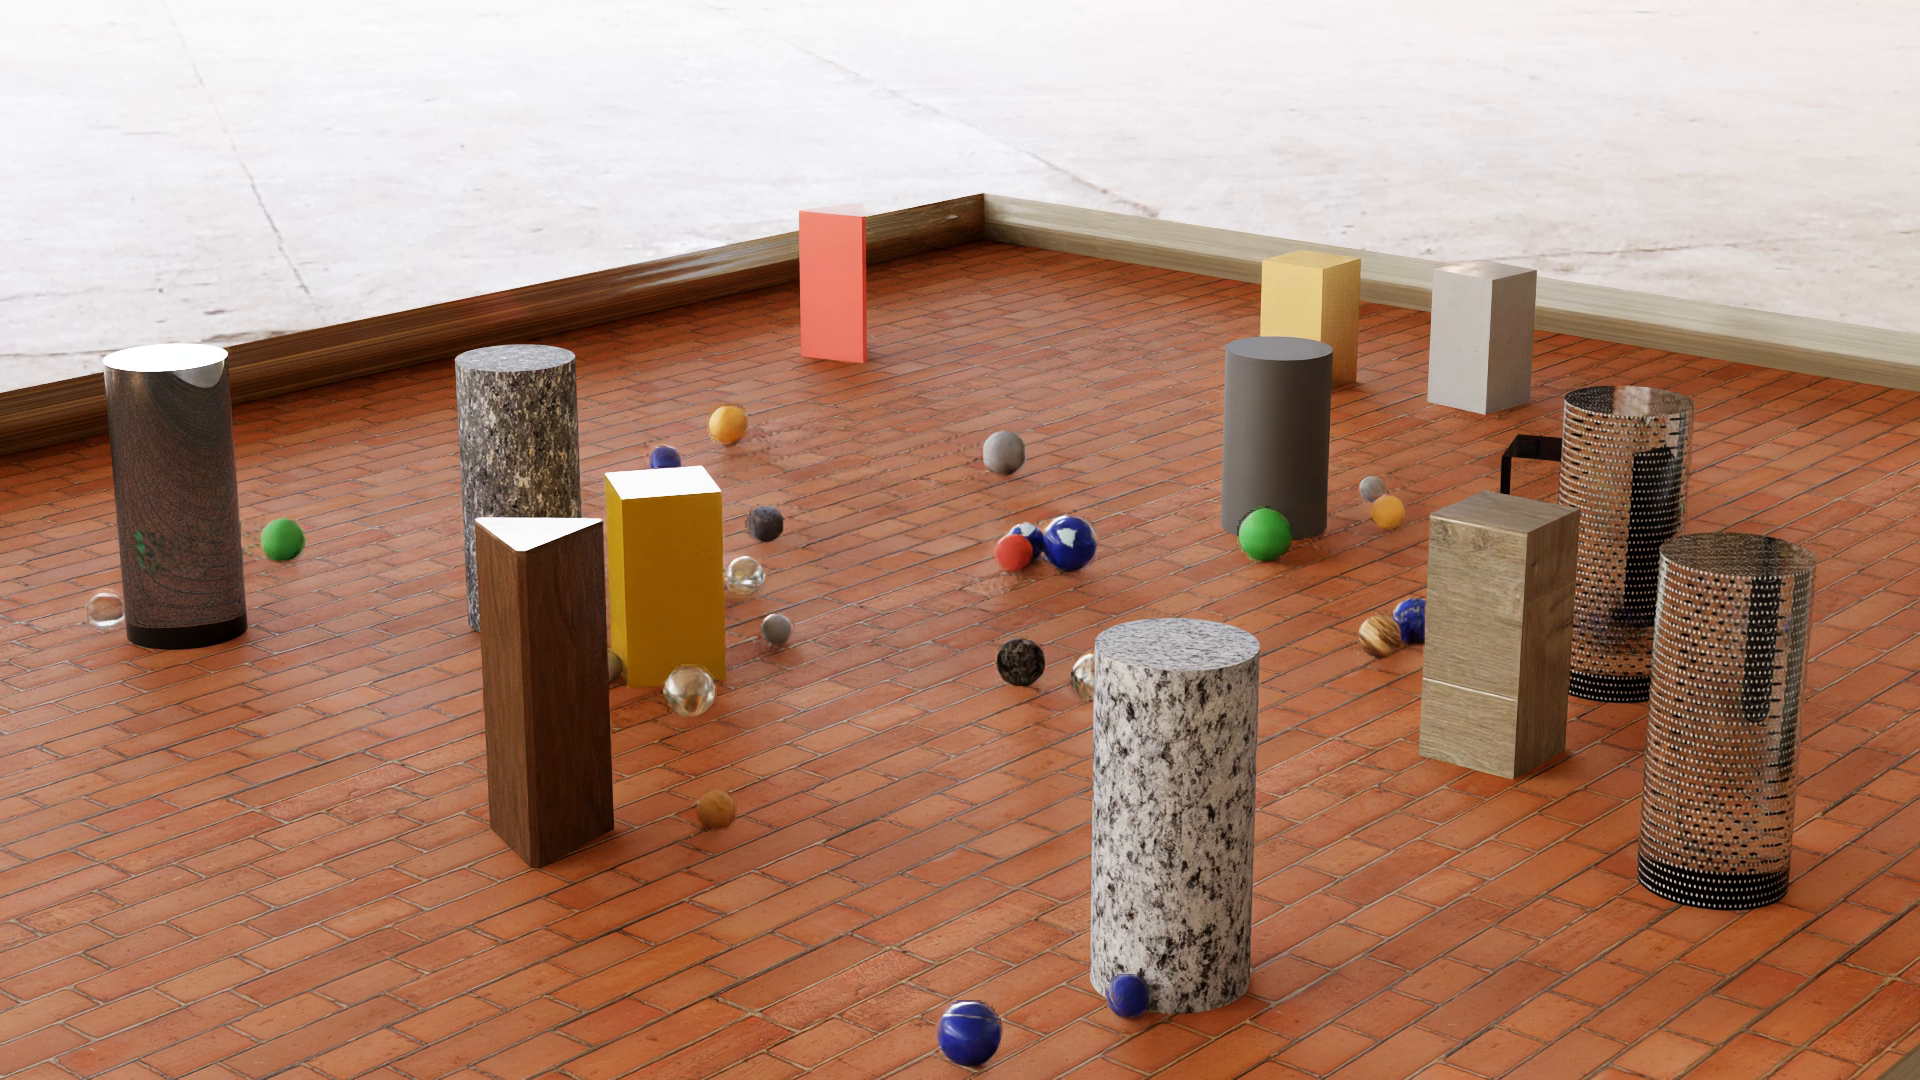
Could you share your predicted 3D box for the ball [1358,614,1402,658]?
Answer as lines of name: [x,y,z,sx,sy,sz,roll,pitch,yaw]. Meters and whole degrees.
ball: [0.689,0.158,4.808,0.070,0.070,0.070,0,17,0]

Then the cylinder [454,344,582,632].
cylinder: [-0.739,-0.084,4.941,0.198,0.457,0.198,0,17,0]

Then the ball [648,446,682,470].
ball: [-0.590,-0.157,5.865,0.065,0.065,0.065,0,17,0]

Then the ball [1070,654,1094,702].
ball: [0.212,0.216,4.607,0.075,0.075,0.075,0,17,0]

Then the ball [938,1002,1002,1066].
ball: [0.011,0.575,3.415,0.075,0.075,0.075,0,17,0]

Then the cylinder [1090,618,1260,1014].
cylinder: [0.261,0.335,3.581,0.198,0.439,0.198,0,17,0]

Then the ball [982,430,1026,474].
ball: [0.088,-0.175,5.881,0.088,0.088,0.088,0,17,0]

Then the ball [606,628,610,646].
ball: [-0.604,0.162,4.821,0.056,0.056,0.056,0,17,0]

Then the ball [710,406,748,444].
ball: [-0.482,-0.241,6.112,0.081,0.081,0.081,0,17,0]

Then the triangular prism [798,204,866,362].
triangular prism: [-0.265,-0.607,6.872,0.172,0.344,0.149,8,19,25]

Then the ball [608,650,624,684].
ball: [-0.565,0.203,4.687,0.053,0.053,0.053,0,17,0]

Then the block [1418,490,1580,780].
block: [0.798,0.138,4.342,0.159,0.377,0.159,13,21,37]

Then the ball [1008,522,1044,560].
ball: [0.119,0.004,5.318,0.070,0.070,0.070,0,17,0]

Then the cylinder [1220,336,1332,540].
cylinder: [0.593,-0.191,5.493,0.198,0.344,0.198,0,17,0]

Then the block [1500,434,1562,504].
block: [1.025,-0.027,5.079,0.159,0.269,0.159,6,18,19]

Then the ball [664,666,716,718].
ball: [-0.419,0.234,4.539,0.080,0.080,0.080,0,17,0]

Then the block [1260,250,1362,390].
block: [0.787,-0.492,6.598,0.159,0.283,0.159,13,21,37]

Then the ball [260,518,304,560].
ball: [-1.230,-0.001,5.322,0.078,0.078,0.078,0,17,0]

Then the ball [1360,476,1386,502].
ball: [0.801,-0.099,5.696,0.051,0.051,0.051,0,17,0]

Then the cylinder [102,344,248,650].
cylinder: [-1.303,-0.073,4.878,0.198,0.473,0.198,0,17,0]

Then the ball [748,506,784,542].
ball: [-0.360,-0.030,5.437,0.067,0.067,0.067,0,17,0]

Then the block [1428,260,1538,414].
block: [1.143,-0.446,6.420,0.159,0.297,0.159,-15,22,-41]

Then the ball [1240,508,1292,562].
ball: [0.554,-0.009,5.318,0.096,0.096,0.096,0,17,0]

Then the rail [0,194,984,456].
rail: [-1.569,-0.361,6.424,0.045,0.129,5.039,14,22,39]

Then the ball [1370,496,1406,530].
ball: [0.805,-0.051,5.512,0.065,0.065,0.065,0,17,0]

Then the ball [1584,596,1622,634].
ball: [1.079,0.126,4.925,0.063,0.063,0.063,0,17,0]

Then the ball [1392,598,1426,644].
ball: [0.757,0.134,4.872,0.078,0.078,0.078,0,17,0]

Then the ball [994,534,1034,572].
ball: [0.097,0.022,5.254,0.069,0.069,0.069,0,17,0]

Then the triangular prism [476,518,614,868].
triangular prism: [-0.594,0.198,4.016,0.149,0.451,0.172,10,19,30]

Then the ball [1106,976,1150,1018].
ball: [0.203,0.550,3.528,0.052,0.052,0.052,0,17,0]

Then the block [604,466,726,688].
block: [-0.474,0.058,4.718,0.159,0.314,0.159,-5,17,-15]

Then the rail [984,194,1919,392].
rail: [1.636,-0.511,6.924,4.203,0.129,0.045,14,22,39]

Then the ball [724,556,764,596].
ball: [-0.376,0.064,5.122,0.069,0.069,0.069,0,17,0]

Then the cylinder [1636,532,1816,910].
cylinder: [1.010,0.237,3.871,0.198,0.458,0.198,0,17,0]

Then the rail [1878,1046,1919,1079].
rail: [1.569,0.425,3.816,0.045,0.129,5.039,14,22,39]

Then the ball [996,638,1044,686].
ball: [0.097,0.195,4.673,0.077,0.077,0.077,0,17,0]

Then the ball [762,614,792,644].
ball: [-0.304,0.148,4.875,0.051,0.051,0.051,0,17,0]

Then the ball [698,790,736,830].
ball: [-0.341,0.378,4.106,0.054,0.054,0.054,0,17,0]

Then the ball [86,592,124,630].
ball: [-1.433,0.121,4.918,0.064,0.064,0.064,0,17,0]

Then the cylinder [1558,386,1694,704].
cylinder: [1.042,0.005,4.632,0.198,0.464,0.198,0,17,0]

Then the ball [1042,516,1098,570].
ball: [0.197,0.005,5.265,0.099,0.099,0.099,0,17,0]
